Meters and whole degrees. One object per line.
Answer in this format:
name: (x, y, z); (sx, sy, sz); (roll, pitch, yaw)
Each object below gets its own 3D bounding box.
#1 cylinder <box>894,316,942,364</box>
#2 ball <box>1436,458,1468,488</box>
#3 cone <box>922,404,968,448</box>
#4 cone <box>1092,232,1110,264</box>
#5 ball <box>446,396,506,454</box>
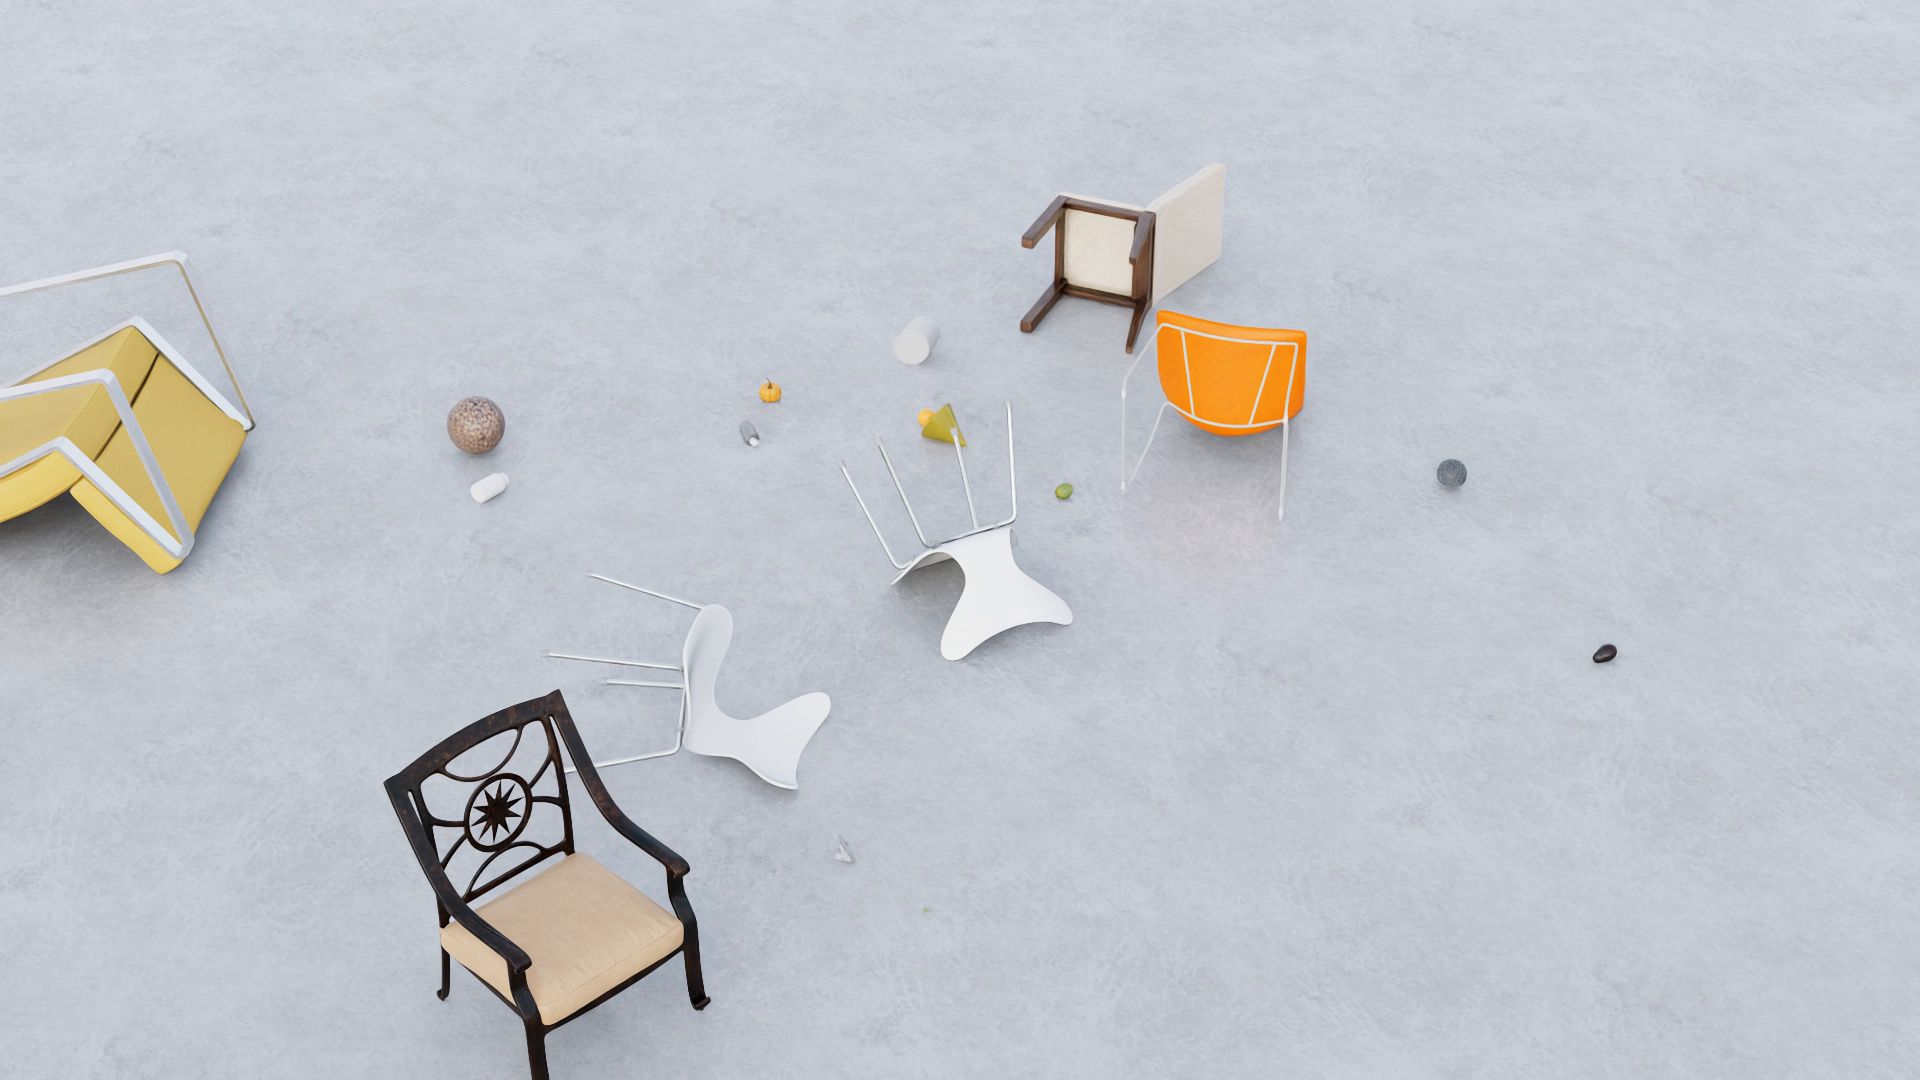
cylinder: (-0.175, -0.819, 12.043); (0.144, 0.172, 0.134); (48, 38, -10)
ball: (1.883, -0.254, 11.224); (0.116, 0.116, 0.116); (0, 33, 0)
cone: (-0.033, -0.418, 11.508); (0.169, 0.171, 0.177); (41, 6, 9)
cone: (0.616, -1.286, 12.767); (0.092, 0.142, 0.074); (17, 37, 24)
ball: (-1.885, -0.448, 11.418); (0.227, 0.227, 0.227); (0, 33, 0)
